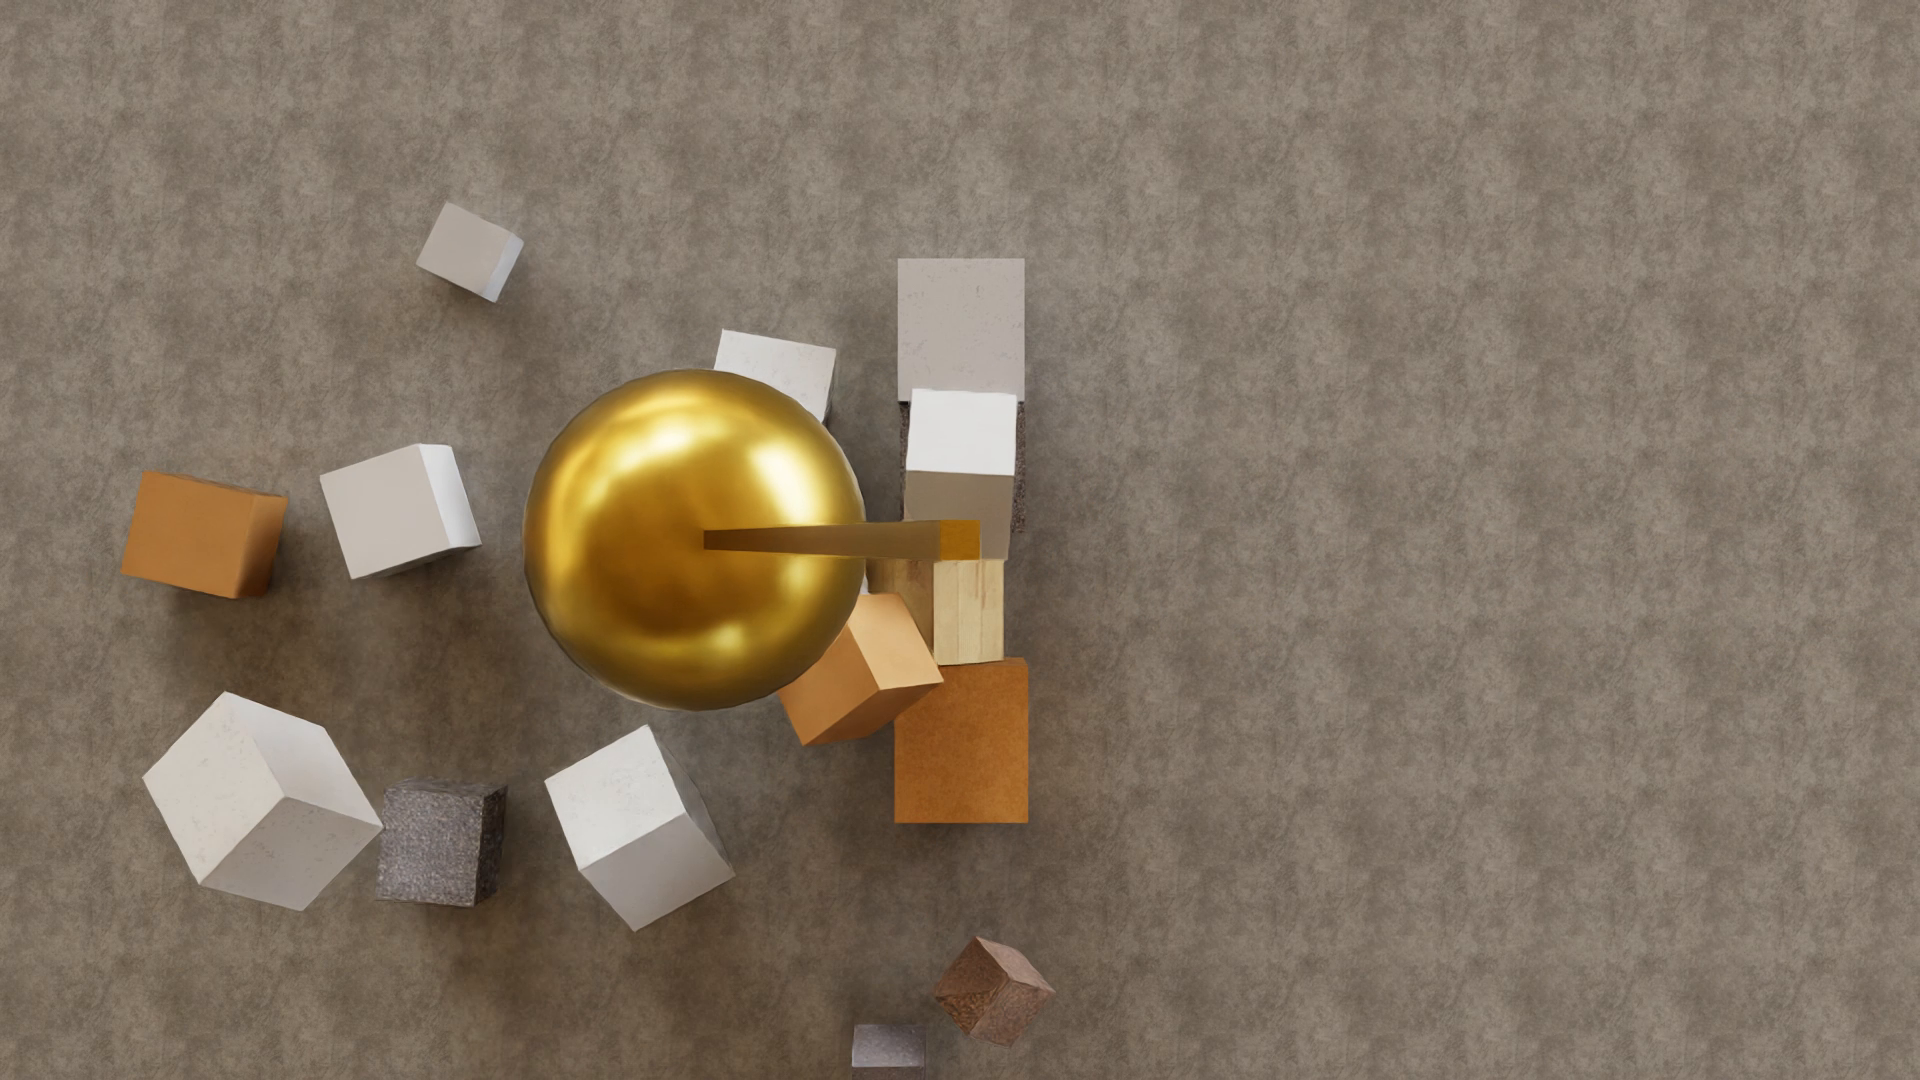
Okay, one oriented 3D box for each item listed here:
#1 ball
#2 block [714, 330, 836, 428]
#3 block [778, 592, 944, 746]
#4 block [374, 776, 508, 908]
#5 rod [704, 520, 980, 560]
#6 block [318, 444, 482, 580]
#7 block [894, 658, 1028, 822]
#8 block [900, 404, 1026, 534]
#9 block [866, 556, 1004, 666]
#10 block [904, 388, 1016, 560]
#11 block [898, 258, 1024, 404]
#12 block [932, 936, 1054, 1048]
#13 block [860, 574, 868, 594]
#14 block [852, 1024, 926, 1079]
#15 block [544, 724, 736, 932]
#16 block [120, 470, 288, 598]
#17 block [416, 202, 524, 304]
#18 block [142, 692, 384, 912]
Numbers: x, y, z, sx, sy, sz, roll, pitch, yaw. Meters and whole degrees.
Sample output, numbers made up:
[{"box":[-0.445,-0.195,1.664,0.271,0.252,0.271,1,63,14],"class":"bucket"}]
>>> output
[{"box":[-1.226,0.000,10.227,1.600,1.600,1.600,0,90,0],"class":"ball"},{"box":[-1.087,-0.743,12.573,0.652,0.660,0.556,10,64,-1],"class":"block"},{"box":[-0.586,0.695,11.902,0.616,0.574,0.566,-38,70,30],"class":"block"},{"box":[-2.988,1.733,12.701,0.564,0.575,0.625,5,91,2],"class":"block"},{"box":[-0.531,0.000,6.898,0.080,5.200,0.080,0,90,-12],"class":"rod"},{"box":[-3.212,-0.165,12.664,0.596,0.637,0.614,-18,90,3],"class":"block"},{"box":[0.007,1.126,12.552,0.737,0.897,0.861,0,90,0],"class":"block"},{"box":[0.016,-0.400,12.668,0.702,0.664,0.718,0,90,0],"class":"block"},{"box":[-0.275,0.328,12.487,0.780,0.716,0.716,0,90,33],"class":"block"},{"box":[0.001,-0.357,11.884,0.566,0.678,0.599,3,132,0],"class":"block"},{"box":[0.006,-1.162,12.576,0.701,0.848,0.788,0,90,0],"class":"block"},{"box":[0.191,2.607,12.682,0.423,0.438,0.383,-53,48,8],"class":"block"},{"box":[-1.084,0.103,12.131,0.782,0.784,0.691,0,76,-39],"class":"block"},{"box":[-0.410,3.083,12.734,0.413,0.427,0.372,0,111,0],"class":"block"},{"box":[-1.808,1.636,12.470,0.659,0.791,0.659,-29,52,-3],"class":"block"},{"box":[-4.349,-0.032,12.687,0.641,0.625,0.595,13,90,0],"class":"block"},{"box":[-2.849,-1.672,12.812,0.421,0.376,0.405,26,90,0],"class":"block"},{"box":[-3.482,1.313,10.997,0.615,0.715,0.744,-45,58,6],"class":"block"}]
